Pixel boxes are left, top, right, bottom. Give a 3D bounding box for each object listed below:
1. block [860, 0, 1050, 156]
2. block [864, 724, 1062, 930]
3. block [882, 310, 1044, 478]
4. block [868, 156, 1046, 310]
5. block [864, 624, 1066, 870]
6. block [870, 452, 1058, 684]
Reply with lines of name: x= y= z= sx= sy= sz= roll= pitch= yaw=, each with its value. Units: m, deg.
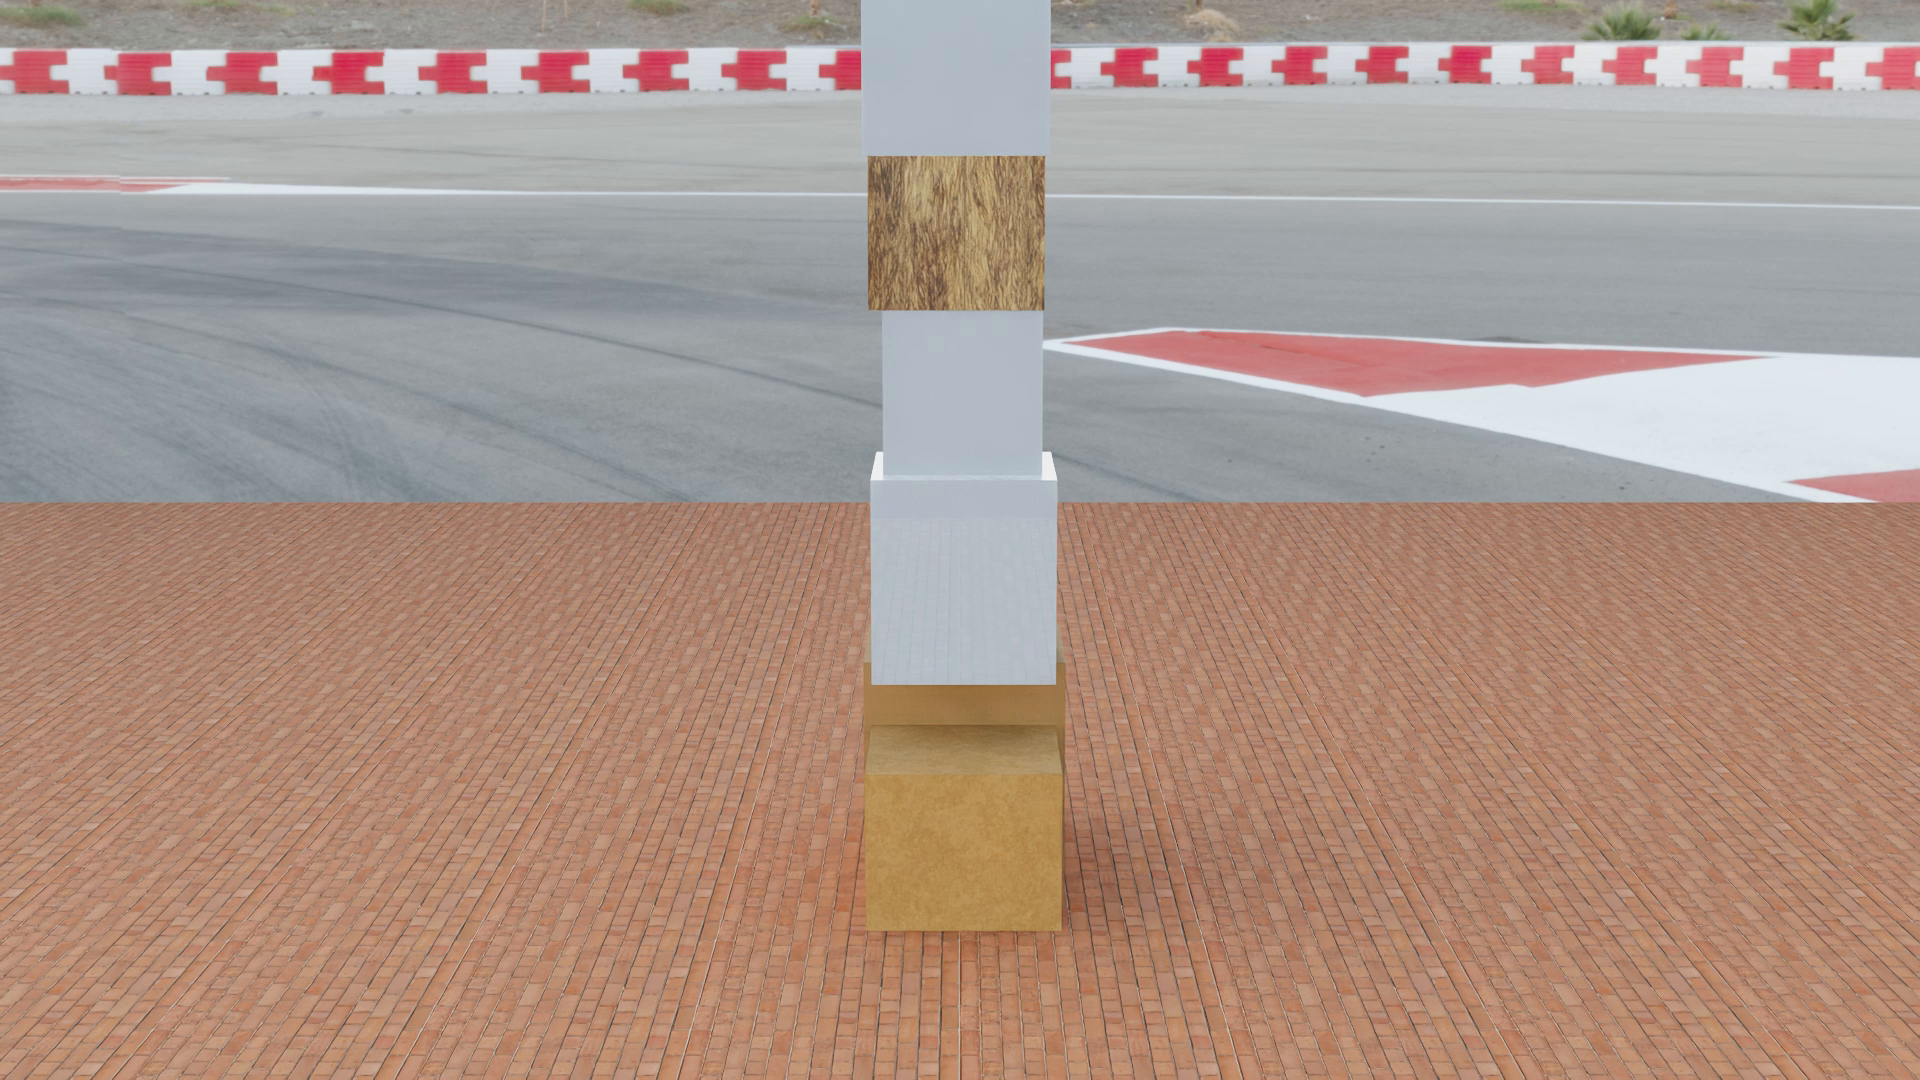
block: x=-0.017 y=-2.004 z=10.814 sx=0.774 sy=0.740 sz=0.641 roll=0 pitch=10 yaw=0
block: x=0.015 y=1.219 z=10.986 sx=0.811 sy=0.671 sz=0.815 roll=0 pitch=10 yaw=0
block: x=0.011 y=-0.669 z=11.058 sx=0.669 sy=0.705 sz=0.677 roll=0 pitch=10 yaw=0
block: x=-0.015 y=-1.328 z=10.938 sx=0.731 sy=0.634 sz=0.693 roll=0 pitch=10 yaw=0
block: x=0.020 y=0.934 z=11.770 sx=0.891 sy=0.951 sz=0.809 roll=0 pitch=10 yaw=0
block: x=0.016 y=0.109 z=11.200 sx=0.782 sy=0.877 sz=0.815 roll=0 pitch=10 yaw=0
